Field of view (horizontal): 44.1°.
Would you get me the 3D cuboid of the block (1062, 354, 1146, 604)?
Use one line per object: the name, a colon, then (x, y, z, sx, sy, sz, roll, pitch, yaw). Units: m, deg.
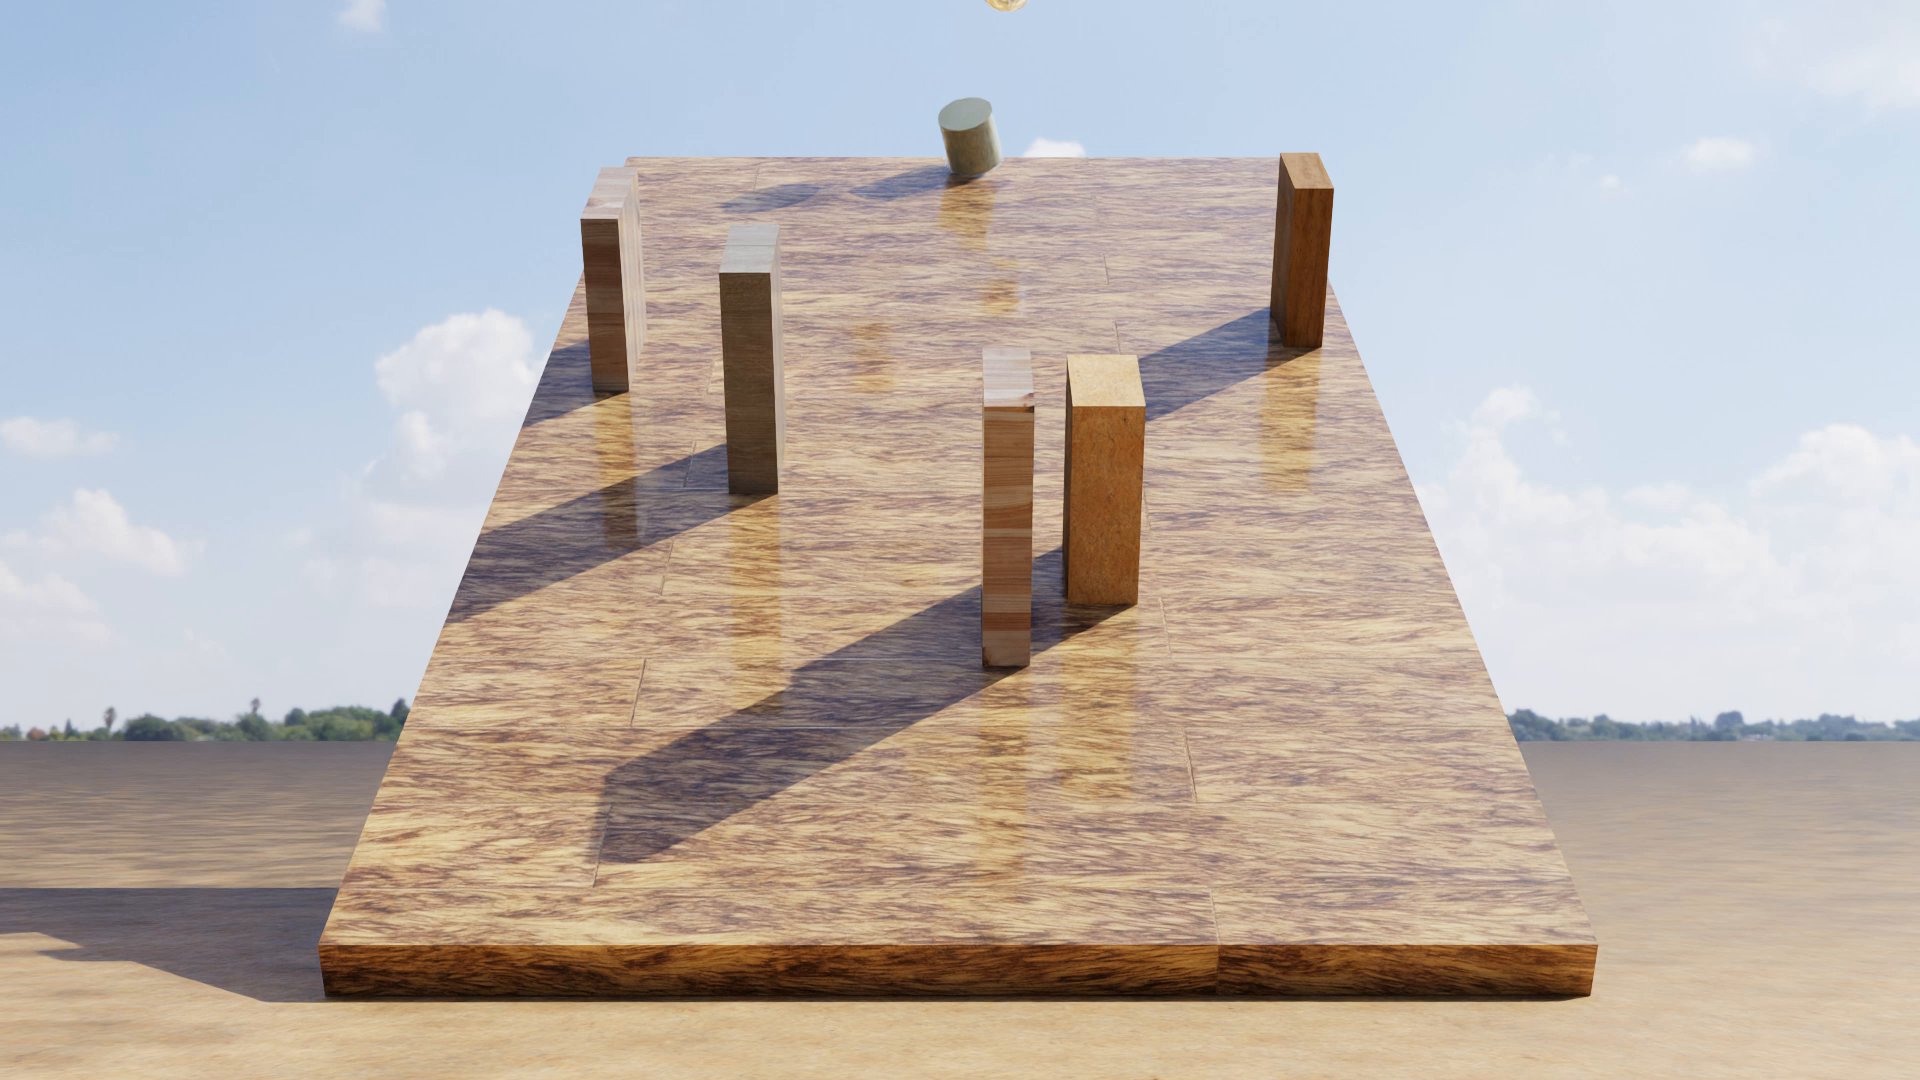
block: (0.283, -0.122, 4.716, 0.138, 0.428, 0.257, 0, 27, 0)

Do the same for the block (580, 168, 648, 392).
block: (-0.831, -0.633, 5.714, 0.087, 0.432, 0.380, 0, 27, 0)

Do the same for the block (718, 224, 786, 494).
block: (-0.448, -0.395, 5.161, 0.107, 0.510, 0.299, 0, 27, 0)

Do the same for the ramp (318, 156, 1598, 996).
ramp: (-0.010, -0.227, 5.506, 2.000, 0.100, 4.000, 0, 27, 0)

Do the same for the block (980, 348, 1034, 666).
block: (0.087, -0.063, 4.481, 0.090, 0.534, 0.274, 0, 27, 0)

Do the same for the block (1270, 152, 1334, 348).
block: (0.854, -0.728, 5.934, 0.095, 0.412, 0.283, 0, 27, 0)

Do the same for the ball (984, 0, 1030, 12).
ball: (0.144, -1.705, 7.250, 0.176, 0.176, 0.176, 0, -5, 0)

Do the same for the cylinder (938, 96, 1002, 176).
cylinder: (0.031, -1.210, 7.100, 0.166, 0.166, 0.166, -1, -44, 15)
